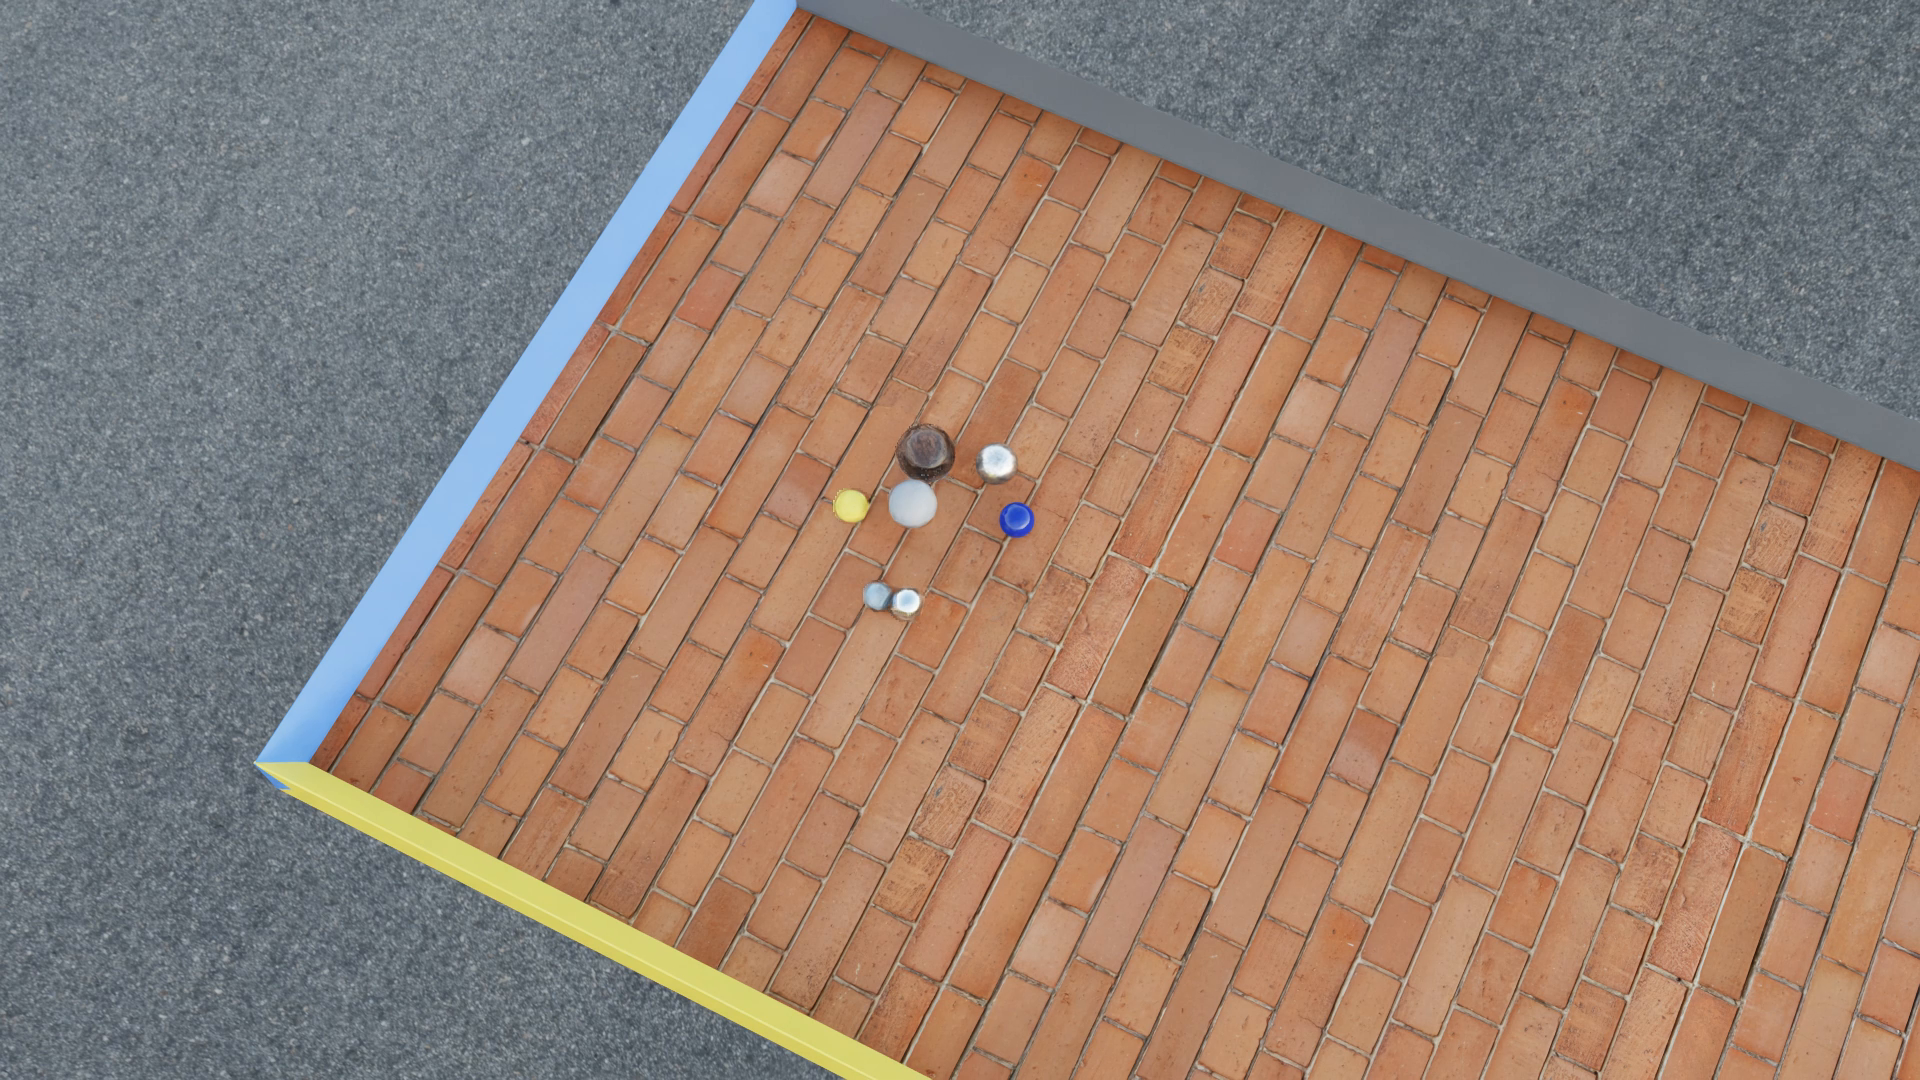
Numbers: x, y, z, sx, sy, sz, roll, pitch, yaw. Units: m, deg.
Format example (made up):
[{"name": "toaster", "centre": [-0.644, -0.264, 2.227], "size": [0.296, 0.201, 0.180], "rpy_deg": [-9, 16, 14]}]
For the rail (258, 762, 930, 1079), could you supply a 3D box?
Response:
[{"name": "rail", "centre": [0.322, 0.964, 3.078], "size": [3.059, 0.123, 0.045], "rpy_deg": [25, 69, 10]}]

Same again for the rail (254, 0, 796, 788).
[{"name": "rail", "centre": [-0.663, -0.315, 3.641], "size": [0.045, 0.123, 1.670], "rpy_deg": [25, 69, 10]}]

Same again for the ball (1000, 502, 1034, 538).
[{"name": "ball", "centre": [0.092, -0.032, 3.554], "size": [0.058, 0.058, 0.058], "rpy_deg": [0, 66, 0]}]

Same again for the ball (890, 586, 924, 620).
[{"name": "ball", "centre": [-0.083, 0.101, 3.497], "size": [0.054, 0.054, 0.054], "rpy_deg": [0, 66, 0]}]

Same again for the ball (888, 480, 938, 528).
[{"name": "ball", "centre": [-0.076, -0.058, 3.554], "size": [0.079, 0.079, 0.079], "rpy_deg": [0, 66, 0]}]

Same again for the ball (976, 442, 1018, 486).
[{"name": "ball", "centre": [0.060, -0.125, 3.588], "size": [0.070, 0.070, 0.070], "rpy_deg": [0, 66, 0]}]

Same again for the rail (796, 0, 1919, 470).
[{"name": "rail", "centre": [1.047, -0.365, 3.663], "size": [3.059, 0.123, 0.045], "rpy_deg": [25, 69, 10]}]

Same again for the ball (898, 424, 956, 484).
[{"name": "ball", "centre": [-0.055, -0.140, 3.581], "size": [0.095, 0.095, 0.095], "rpy_deg": [0, 66, 0]}]

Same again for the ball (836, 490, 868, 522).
[{"name": "ball", "centre": [-0.175, -0.055, 3.566], "size": [0.054, 0.054, 0.054], "rpy_deg": [0, 66, 0]}]

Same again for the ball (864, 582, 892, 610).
[{"name": "ball", "centre": [-0.130, 0.089, 3.507], "size": [0.045, 0.045, 0.045], "rpy_deg": [0, 66, 0]}]
